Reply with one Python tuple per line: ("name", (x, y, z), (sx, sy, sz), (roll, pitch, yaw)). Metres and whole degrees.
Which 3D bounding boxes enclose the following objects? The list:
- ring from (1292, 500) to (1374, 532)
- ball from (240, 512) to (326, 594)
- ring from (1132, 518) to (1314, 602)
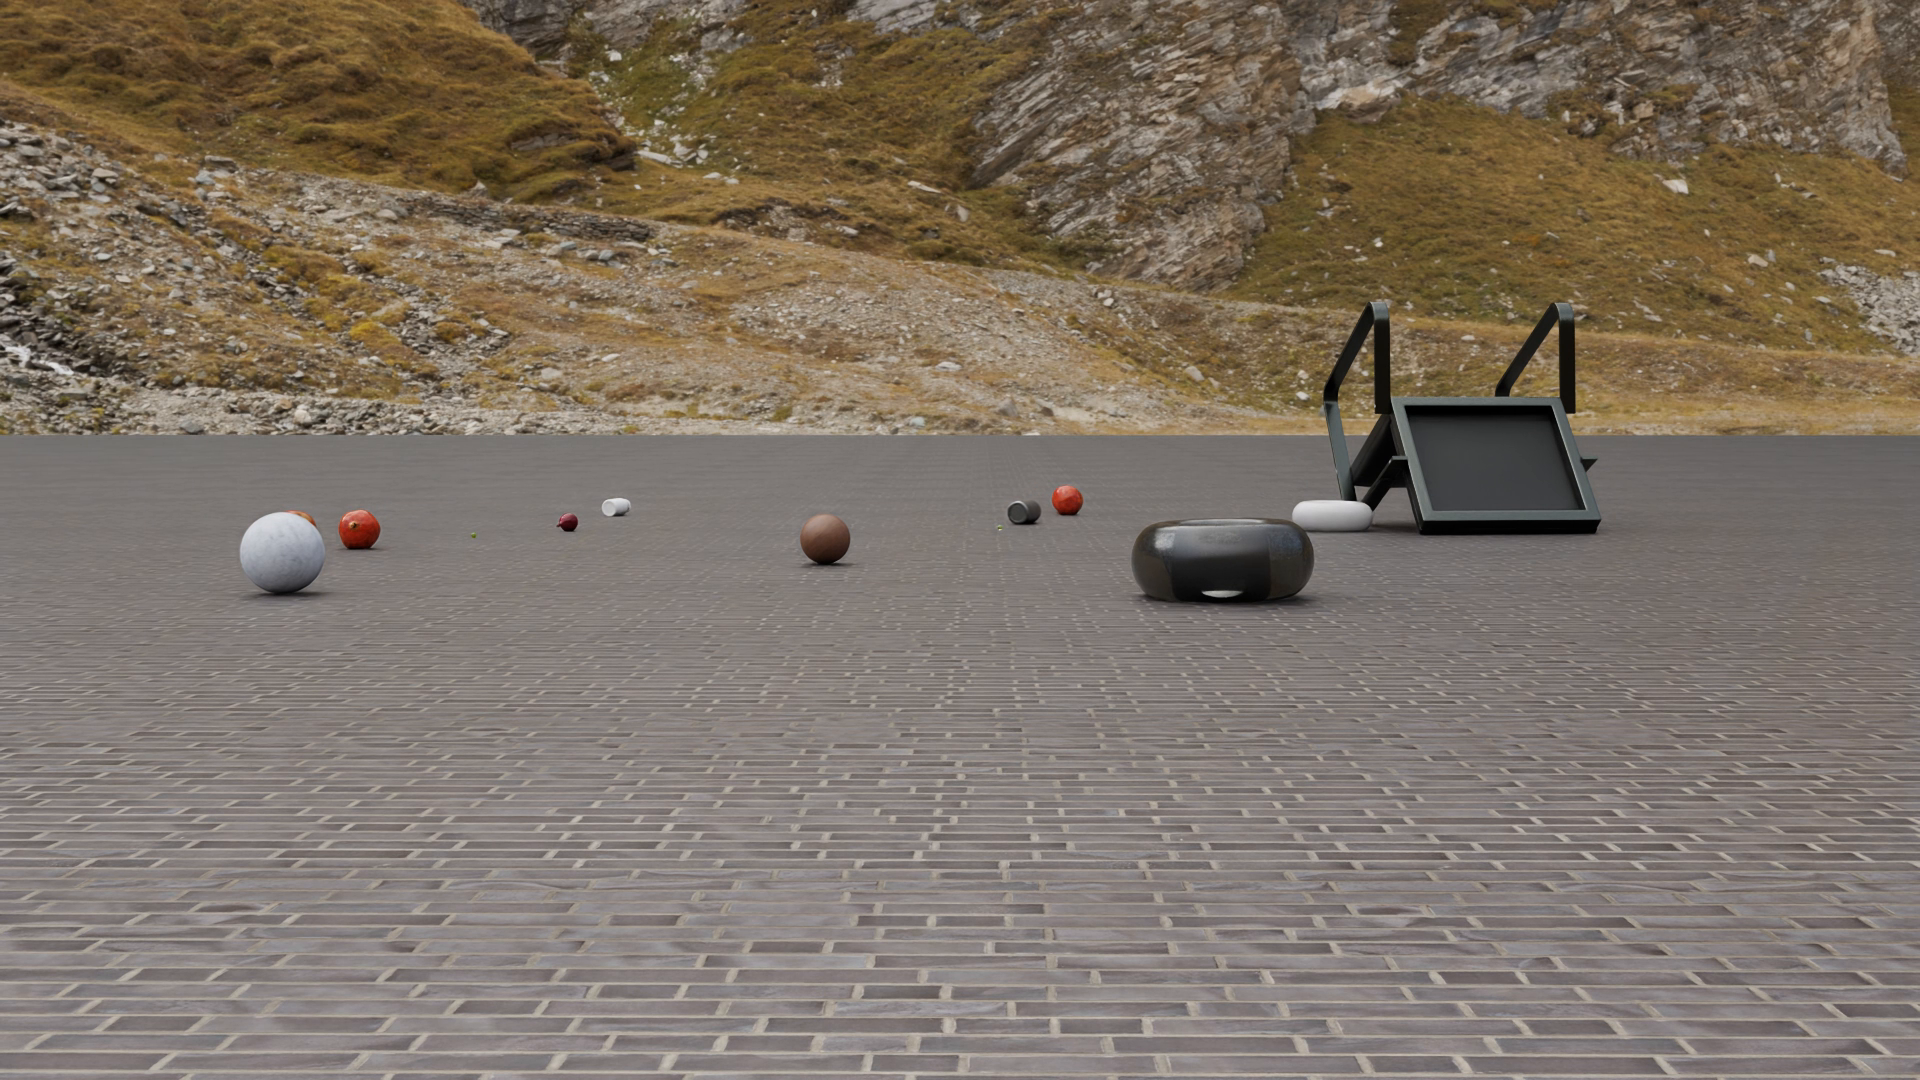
("ring", (1.180, -0.075, 6.965), (0.255, 0.093, 0.175), (1, 6, 3))
("ball", (-1.487, 0.028, 4.827), (0.179, 0.179, 0.179), (0, 4, 0))
("ring", (0.565, 0.042, 4.746), (0.387, 0.165, 0.402), (-4, 4, -33))
